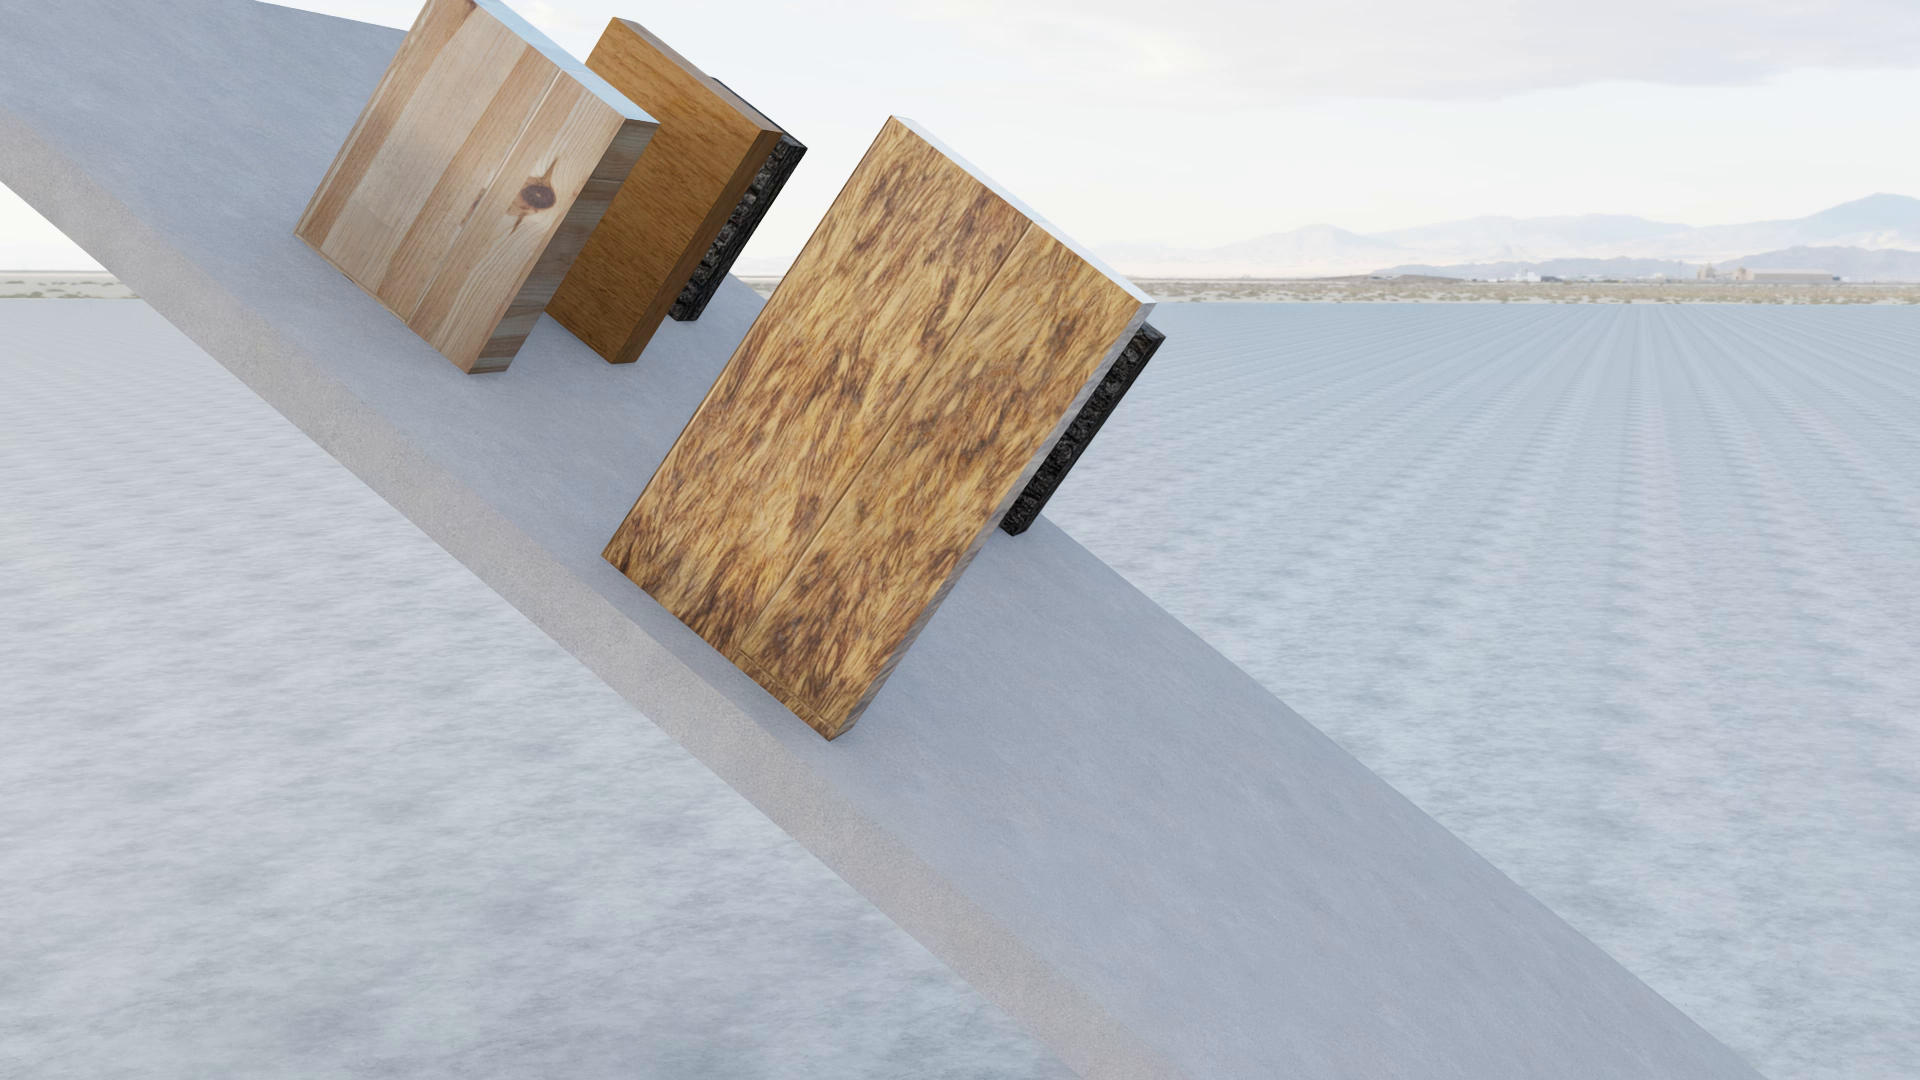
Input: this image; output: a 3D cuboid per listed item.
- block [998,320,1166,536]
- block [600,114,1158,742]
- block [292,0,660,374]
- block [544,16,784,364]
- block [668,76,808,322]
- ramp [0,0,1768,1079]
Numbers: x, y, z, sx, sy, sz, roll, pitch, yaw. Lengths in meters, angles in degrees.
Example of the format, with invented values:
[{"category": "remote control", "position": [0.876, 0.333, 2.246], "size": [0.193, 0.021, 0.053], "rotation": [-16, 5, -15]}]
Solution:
[{"category": "block", "position": [0.175, -0.299, 4.720], "size": [0.262, 0.526, 0.114], "rotation": [38, 16, 10]}, {"category": "block", "position": [-0.129, -0.155, 3.178], "size": [0.445, 0.784, 0.099], "rotation": [38, 16, 10]}, {"category": "block", "position": [-0.795, -0.591, 3.600], "size": [0.393, 0.498, 0.129], "rotation": [38, 16, 10]}, {"category": "block", "position": [-0.621, -0.643, 4.075], "size": [0.355, 0.521, 0.106], "rotation": [38, 16, 10]}, {"category": "block", "position": [-0.548, -0.709, 4.573], "size": [0.254, 0.438, 0.103], "rotation": [38, 16, 10]}, {"category": "ramp", "position": [-0.075, 0.141, 4.075], "size": [4.000, 0.100, 2.000], "rotation": [38, 16, 10]}]
